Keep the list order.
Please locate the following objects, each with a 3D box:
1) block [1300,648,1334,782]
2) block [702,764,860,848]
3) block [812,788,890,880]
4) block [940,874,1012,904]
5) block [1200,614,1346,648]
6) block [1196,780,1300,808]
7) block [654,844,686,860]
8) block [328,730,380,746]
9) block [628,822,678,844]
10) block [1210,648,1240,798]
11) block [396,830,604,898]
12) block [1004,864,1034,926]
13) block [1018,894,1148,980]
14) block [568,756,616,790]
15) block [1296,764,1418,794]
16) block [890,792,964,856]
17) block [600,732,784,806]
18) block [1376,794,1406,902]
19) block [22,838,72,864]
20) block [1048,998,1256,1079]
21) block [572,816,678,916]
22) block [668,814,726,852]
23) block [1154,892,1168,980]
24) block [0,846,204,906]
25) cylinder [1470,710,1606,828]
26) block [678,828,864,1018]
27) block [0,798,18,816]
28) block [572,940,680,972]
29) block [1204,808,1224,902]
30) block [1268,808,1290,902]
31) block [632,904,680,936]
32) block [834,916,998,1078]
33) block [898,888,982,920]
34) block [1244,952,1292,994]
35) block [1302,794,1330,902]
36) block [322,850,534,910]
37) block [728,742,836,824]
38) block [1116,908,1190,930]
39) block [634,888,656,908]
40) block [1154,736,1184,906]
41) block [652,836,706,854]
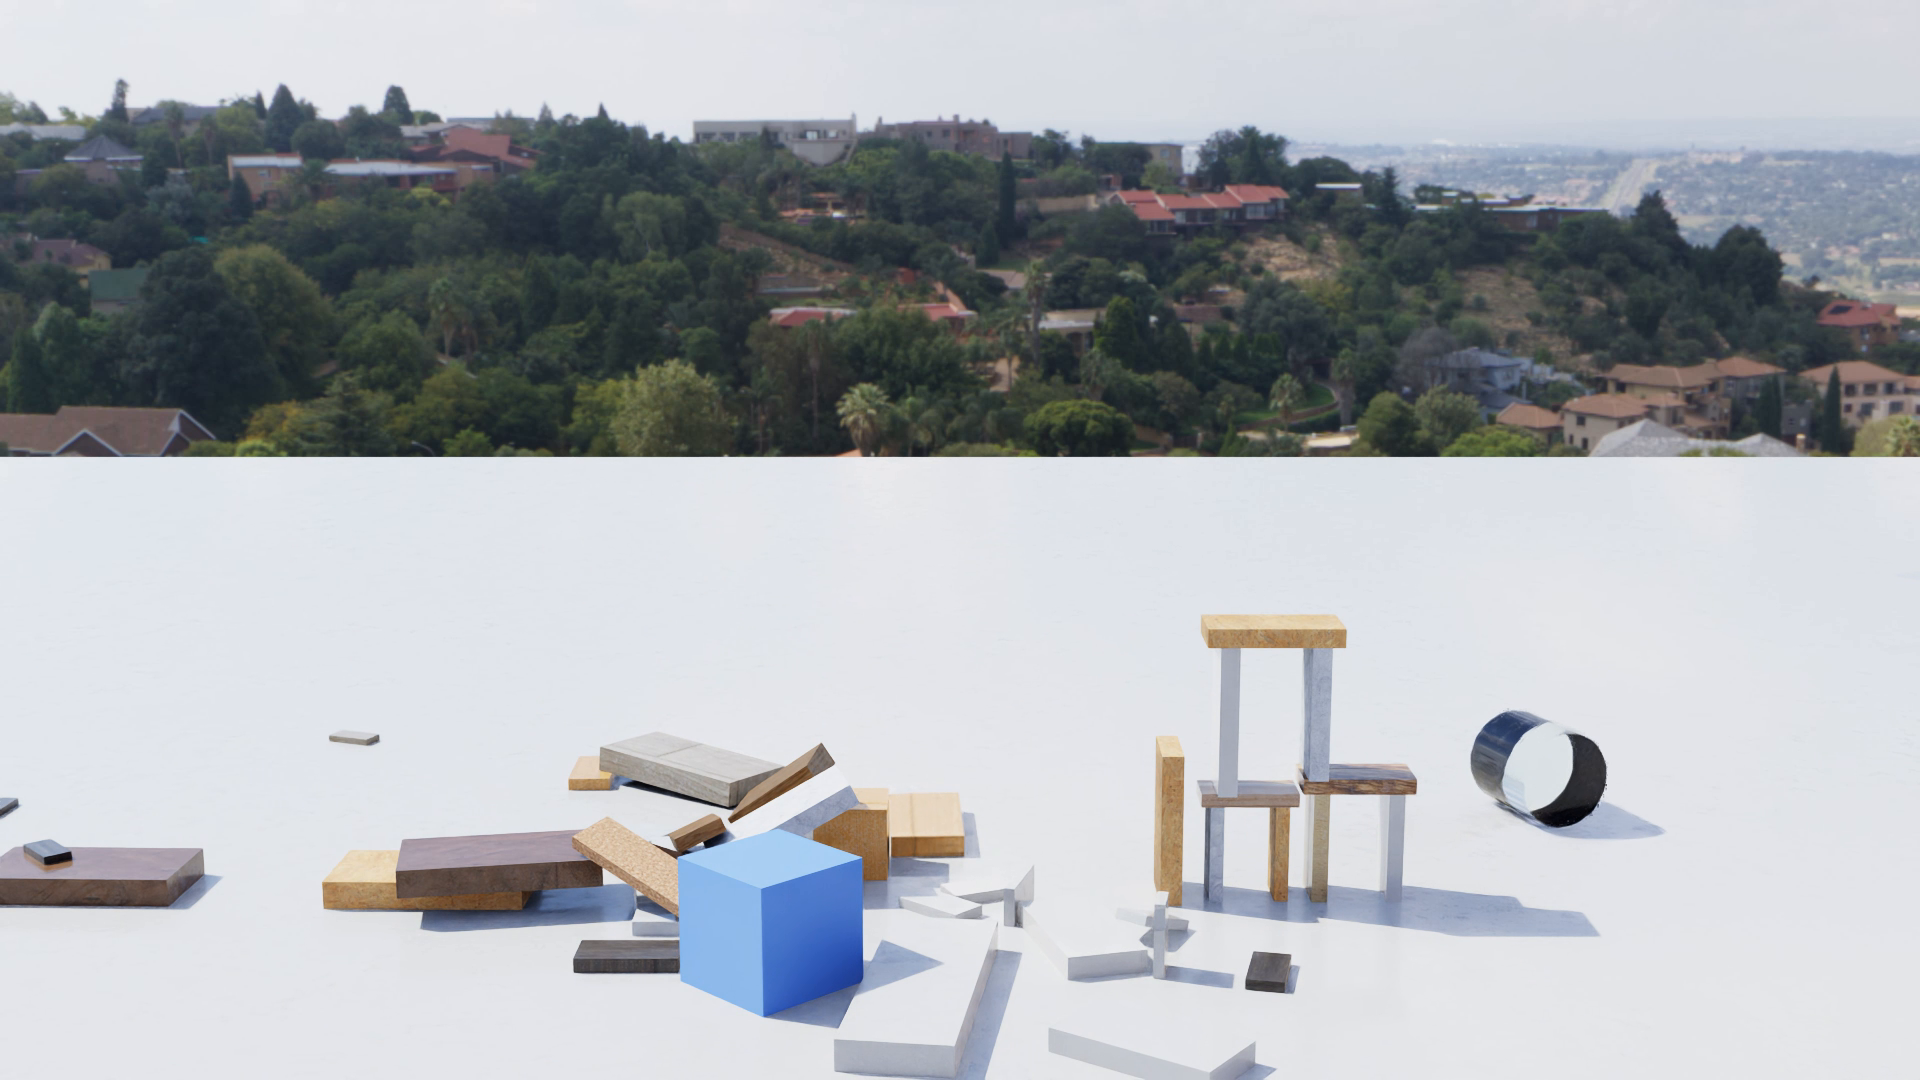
[{"bbox_3d":[0.584,0.273,3.611,0.031,0.222,0.111,0,11,0],"label":"block"},{"bbox_3d":[-0.301,0.471,3.674,0.258,0.037,0.129,-29,15,-8],"label":"block"},{"bbox_3d":[-0.186,0.505,3.784,0.125,0.125,0.125,0,11,0],"label":"block"},{"bbox_3d":[0.038,0.583,3.660,0.127,0.018,0.063,-5,12,-24],"label":"block"},{"bbox_3d":[0.510,0.149,3.588,0.222,0.031,0.111,0,11,0],"label":"block"},{"bbox_3d":[0.476,0.420,3.639,0.161,0.023,0.081,0,11,0],"label":"block"},{"bbox_3d":[-0.491,0.529,3.684,0.152,0.022,0.076,15,-11,14],"label":"block"},{"bbox_3d":[-1.264,0.413,4.589,0.093,0.013,0.046,4,11,21],"label":"block"},{"bbox_3d":[-0.583,0.537,3.888,0.084,0.024,0.168,7,13,33],"label":"block"},{"bbox_3d":[0.436,0.287,3.613,0.031,0.249,0.111,0,11,0],"label":"block"},{"bbox_3d":[-0.753,0.530,3.613,0.326,0.046,0.163,-2,11,-10],"label":"block"},{"bbox_3d":[0.096,0.576,3.571,0.018,0.063,0.127,3,11,16],"label":"block"},{"bbox_3d":[0.189,0.617,3.427,0.127,0.036,0.254,-3,11,-15],"label":"block"},{"bbox_3d":[-0.719,0.457,4.322,0.079,0.022,0.158,0,11,-2],"label":"block"},{"bbox_3d":[0.654,0.395,3.636,0.185,0.026,0.092,0,11,0],"label":"block"},{"bbox_3d":[-0.062,0.514,3.980,0.129,0.037,0.258,-1,10,-2],"label":"block"},{"bbox_3d":[-0.522,0.442,4.270,0.329,0.047,0.165,11,12,33],"label":"block"},{"bbox_3d":[0.715,0.499,3.656,0.026,0.185,0.092,0,11,0],"label":"block"},{"bbox_3d":[-1.544,0.527,3.720,0.046,0.013,0.093,-10,14,-42],"label":"block"},{"bbox_3d":[0.262,0.694,3.013,0.254,0.036,0.127,7,13,35],"label":"block"},{"bbox_3d":[-0.466,0.547,3.512,0.357,0.022,0.079,26,35,29],"label":"block"},{"bbox_3d":[-0.446,0.495,3.722,0.084,0.024,0.168,-25,1,-12],"label":"block"},{"bbox_3d":[0.303,0.596,3.317,0.017,0.117,0.059,2,11,10],"label":"block"},{"bbox_3d":[-1.459,0.563,3.687,0.326,0.046,0.163,0,11,2],"label":"block"},{"bbox_3d":[1.073,0.423,4.085,0.177,0.177,0.177,-4,11,-19],"label":"cylinder"},{"bbox_3d":[-0.281,0.565,3.273,0.194,0.194,0.194,-10,15,-44],"label":"block"},{"bbox_3d":[-1.803,0.501,4.110,0.046,0.013,0.093,0,11,2],"label":"block"},{"bbox_3d":[-0.505,0.636,3.360,0.158,0.022,0.079,0,11,0],"label":"block"},{"bbox_3d":[0.422,0.510,3.657,0.023,0.161,0.081,0,11,0],"label":"block"},{"bbox_3d":[0.530,0.510,3.657,0.023,0.161,0.081,0,11,0],"label":"block"},{"bbox_3d":[-0.374,0.606,3.517,0.290,0.024,0.084,0,11,-1],"label":"block"},{"bbox_3d":[-0.056,0.655,3.192,0.165,0.047,0.479,1,11,8],"label":"block"},{"bbox_3d":[-0.032,0.597,3.584,0.127,0.018,0.063,10,14,42],"label":"block"},{"bbox_3d":[0.464,0.649,3.306,0.059,0.017,0.117,2,11,13],"label":"block"},{"bbox_3d":[0.592,0.499,3.656,0.026,0.185,0.092,0,11,0],"label":"block"},{"bbox_3d":[-0.877,0.566,3.671,0.326,0.046,0.163,0,11,1],"label":"block"},{"bbox_3d":[-0.316,0.448,3.942,0.165,0.047,0.329,-34,1,2],"label":"block"},{"bbox_3d":[0.304,0.599,3.475,0.059,0.017,0.117,10,-4,42],"label":"block"},{"bbox_3d":[-0.462,0.584,3.642,0.152,0.022,0.076,-2,11,-12],"label":"block"},{"bbox_3d":[0.347,0.464,3.650,0.036,0.254,0.127,0,11,0],"label":"block"},{"bbox_3d":[-0.403,0.546,3.805,0.258,0.037,0.129,-1,11,-8],"label":"block"}]
